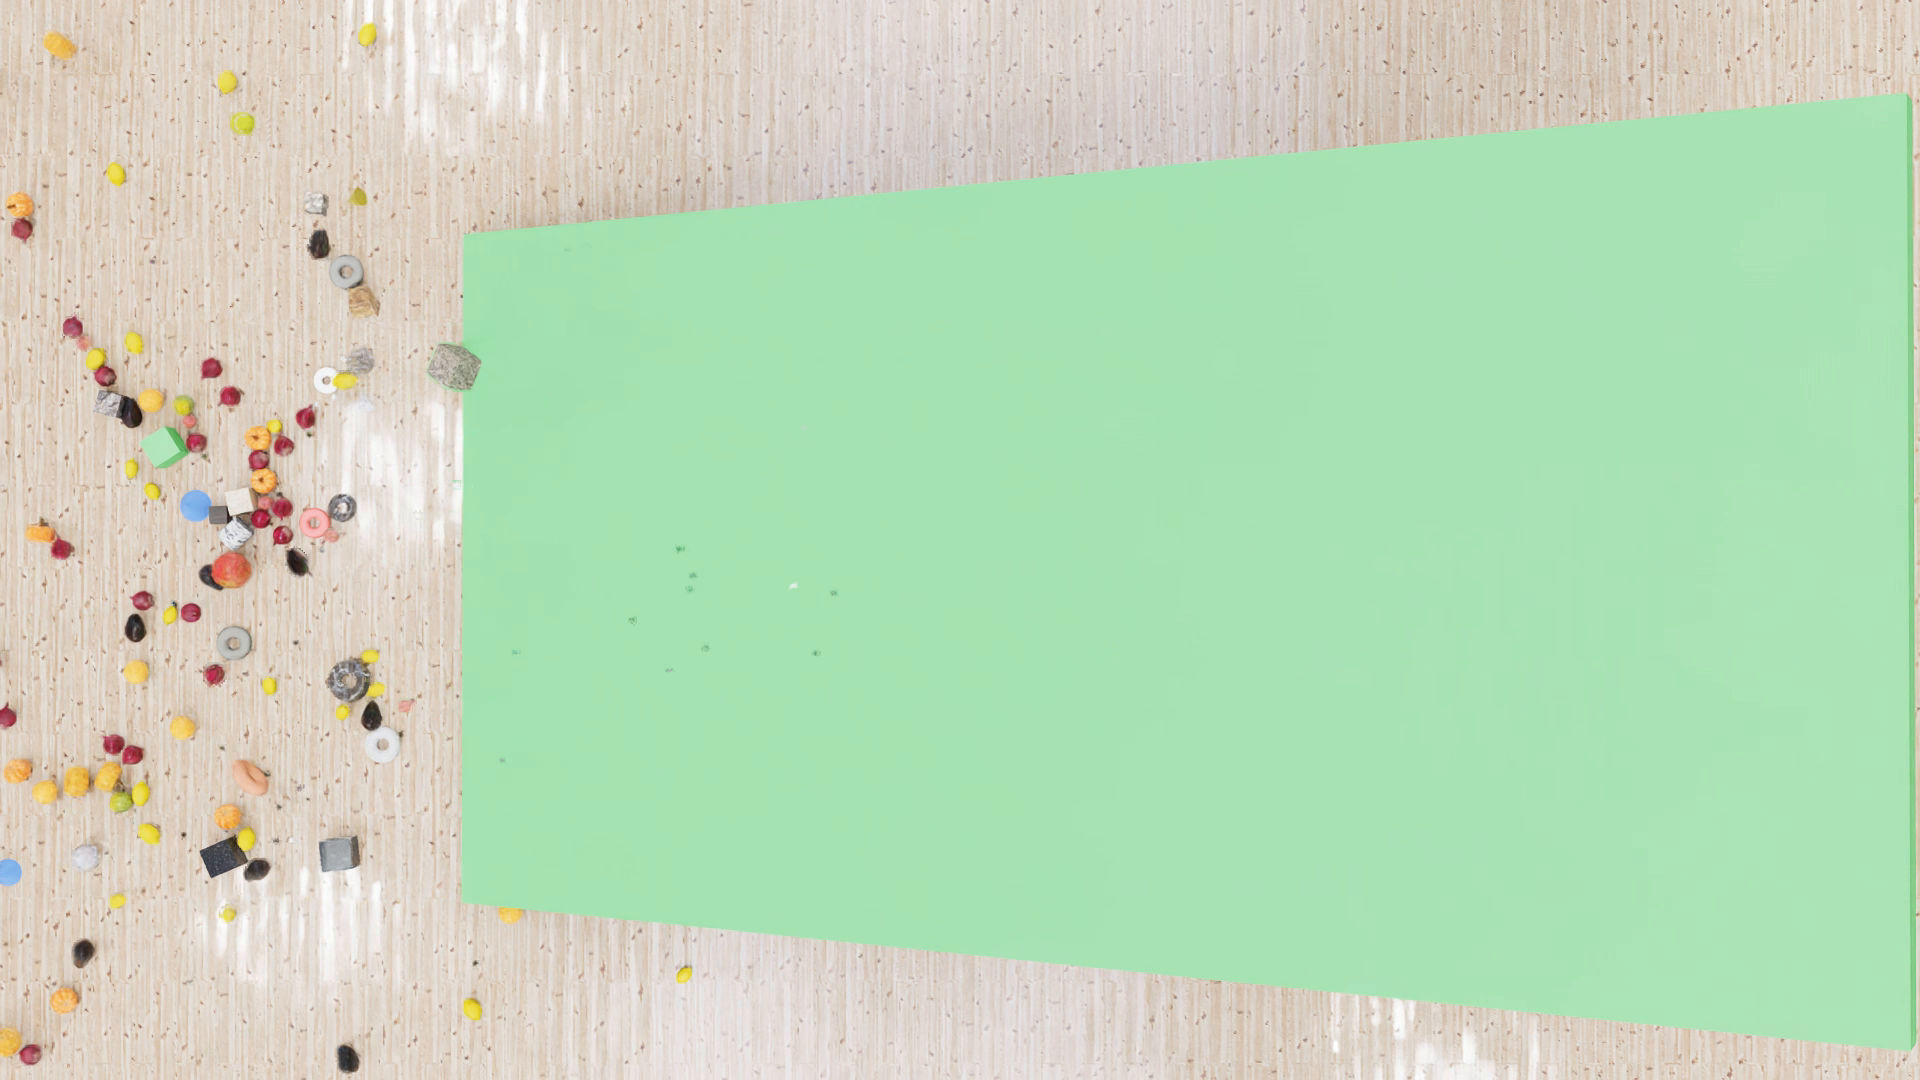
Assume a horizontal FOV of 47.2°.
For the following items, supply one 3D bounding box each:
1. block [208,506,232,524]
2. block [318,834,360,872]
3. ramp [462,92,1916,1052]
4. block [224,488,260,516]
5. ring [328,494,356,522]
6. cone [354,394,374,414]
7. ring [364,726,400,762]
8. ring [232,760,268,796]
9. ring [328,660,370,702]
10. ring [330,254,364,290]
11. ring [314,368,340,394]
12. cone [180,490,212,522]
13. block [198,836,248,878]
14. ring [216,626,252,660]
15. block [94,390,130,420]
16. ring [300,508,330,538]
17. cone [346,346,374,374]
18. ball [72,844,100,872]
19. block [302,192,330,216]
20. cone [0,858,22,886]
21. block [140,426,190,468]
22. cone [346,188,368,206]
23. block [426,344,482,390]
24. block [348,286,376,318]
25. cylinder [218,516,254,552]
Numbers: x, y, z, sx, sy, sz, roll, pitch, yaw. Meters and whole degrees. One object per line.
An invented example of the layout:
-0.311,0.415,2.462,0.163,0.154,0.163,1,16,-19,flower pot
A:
-2.233,-0.076,6.642,0.054,0.054,0.054,-3,89,0,block
-1.866,0.943,6.613,0.092,0.092,0.092,-6,89,0,block
0.270,0.075,5.628,4.000,0.100,2.000,0,89,30,ramp
-2.164,-0.116,6.634,0.071,0.071,0.071,-14,89,0,block
-1.869,-0.097,6.655,0.088,0.029,0.088,0,90,-1,ring
-1.809,-0.423,6.660,0.056,0.056,0.056,-15,63,0,cone
-1.744,0.618,6.644,0.110,0.037,0.110,0,88,1,ring
-2.129,0.715,6.599,0.043,0.128,0.128,-42,90,5,ring
-1.844,0.426,6.643,0.130,0.043,0.130,0,88,1,ring
-1.858,-0.812,6.659,0.106,0.035,0.106,0,88,0,ring
-1.917,-0.483,6.660,0.081,0.027,0.081,0,89,1,ring
-2.317,-0.104,6.621,0.098,0.098,0.098,0,89,0,cone
-2.214,0.953,6.614,0.091,0.091,0.091,-24,89,0,block
-2.195,0.313,6.648,0.106,0.035,0.106,0,89,-1,ring
-2.560,-0.409,6.638,0.069,0.069,0.069,15,89,0,block
-1.953,-0.051,6.654,0.093,0.031,0.093,0,90,1,ring
-1.819,-0.544,6.631,0.085,0.085,0.085,0,89,0,cone
-2.629,0.956,6.619,0.081,0.081,0.081,0,89,0,ball
-1.948,-1.017,6.649,0.058,0.058,0.058,9,89,0,block
-2.882,1.006,6.617,0.083,0.083,0.083,0,89,0,cone
-2.396,-0.278,6.626,0.089,0.089,0.089,-33,90,0,block
-1.839,-1.034,6.666,0.057,0.057,0.057,-14,89,26,cone
-1.503,-0.513,6.538,0.099,0.099,0.099,33,106,26,block
-1.804,-0.718,6.632,0.064,0.064,0.064,-10,58,0,block
-2.183,-0.019,6.631,0.075,0.075,0.075,-43,90,0,cylinder
